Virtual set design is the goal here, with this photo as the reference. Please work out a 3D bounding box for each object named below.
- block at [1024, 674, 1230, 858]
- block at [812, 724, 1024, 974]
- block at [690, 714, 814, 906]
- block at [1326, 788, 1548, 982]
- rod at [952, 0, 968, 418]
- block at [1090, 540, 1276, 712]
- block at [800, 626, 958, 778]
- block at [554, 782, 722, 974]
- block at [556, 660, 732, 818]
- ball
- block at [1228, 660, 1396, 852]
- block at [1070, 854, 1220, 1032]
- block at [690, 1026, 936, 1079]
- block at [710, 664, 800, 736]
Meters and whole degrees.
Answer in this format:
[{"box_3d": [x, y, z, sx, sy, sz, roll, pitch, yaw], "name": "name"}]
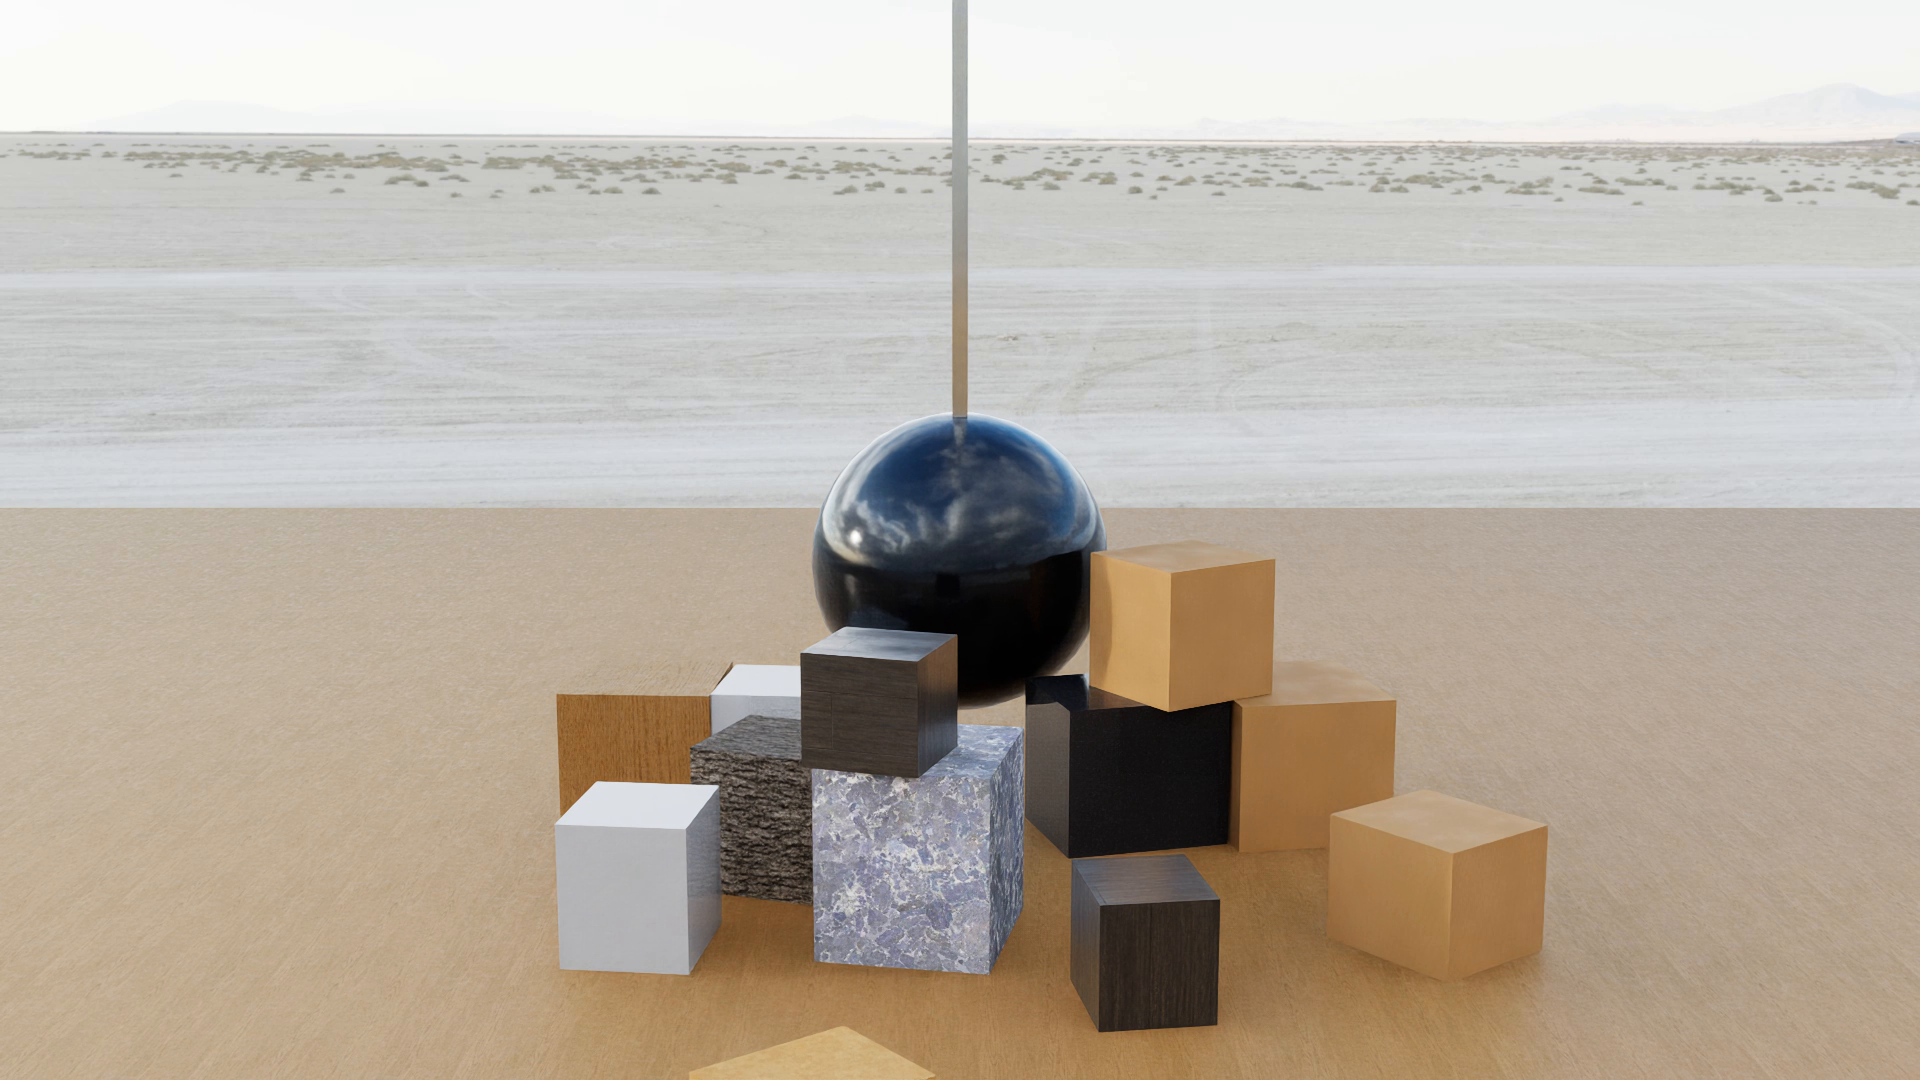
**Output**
[{"box_3d": [0.846, 1.126, 11.270, 0.847, 0.752, 0.714, -3, 11, -16], "name": "block"}, {"box_3d": [-0.169, 1.340, 9.779, 0.772, 0.864, 0.844, 2, 11, 11], "name": "block"}, {"box_3d": [-0.834, 1.285, 10.545, 0.681, 0.699, 0.650, 4, 11, 20], "name": "block"}, {"box_3d": [2.097, 1.506, 9.689, 0.633, 0.570, 0.688, -8, 13, -37], "name": "block"}, {"box_3d": [0.000, -3.154, 10.878, 0.080, 5.200, 0.080, 0, 16, 0], "name": "rod"}, {"box_3d": [1.119, 0.419, 11.125, 0.669, 0.692, 0.644, -7, 12, -33], "name": "block"}, {"box_3d": [-0.344, 0.693, 9.513, 0.526, 0.504, 0.529, 3, 11, 18], "name": "block"}, {"box_3d": [-1.400, 1.473, 9.659, 0.567, 0.647, 0.639, 1, 10, 6], "name": "block"}, {"box_3d": [-1.609, 1.090, 11.385, 0.768, 0.782, 0.749, 1, 10, 3], "name": "block"}, {"box_3d": [0.000, 0.112, 11.826, 1.600, 1.600, 1.600, 0, 10, 0], "name": "ball"}, {"box_3d": [1.708, 1.102, 11.414, 0.801, 0.747, 0.887, -2, 10, -10], "name": "block"}, {"box_3d": [0.751, 1.646, 9.032, 0.487, 0.531, 0.570, -2, 10, -8], "name": "block"}, {"box_3d": [-0.471, 1.984, 7.089, 0.606, 0.560, 0.514, -8, 13, -38], "name": "block"}, {"box_3d": [-0.862, 1.104, 11.303, 0.702, 0.783, 0.639, 1, 10, 6], "name": "block"}]
